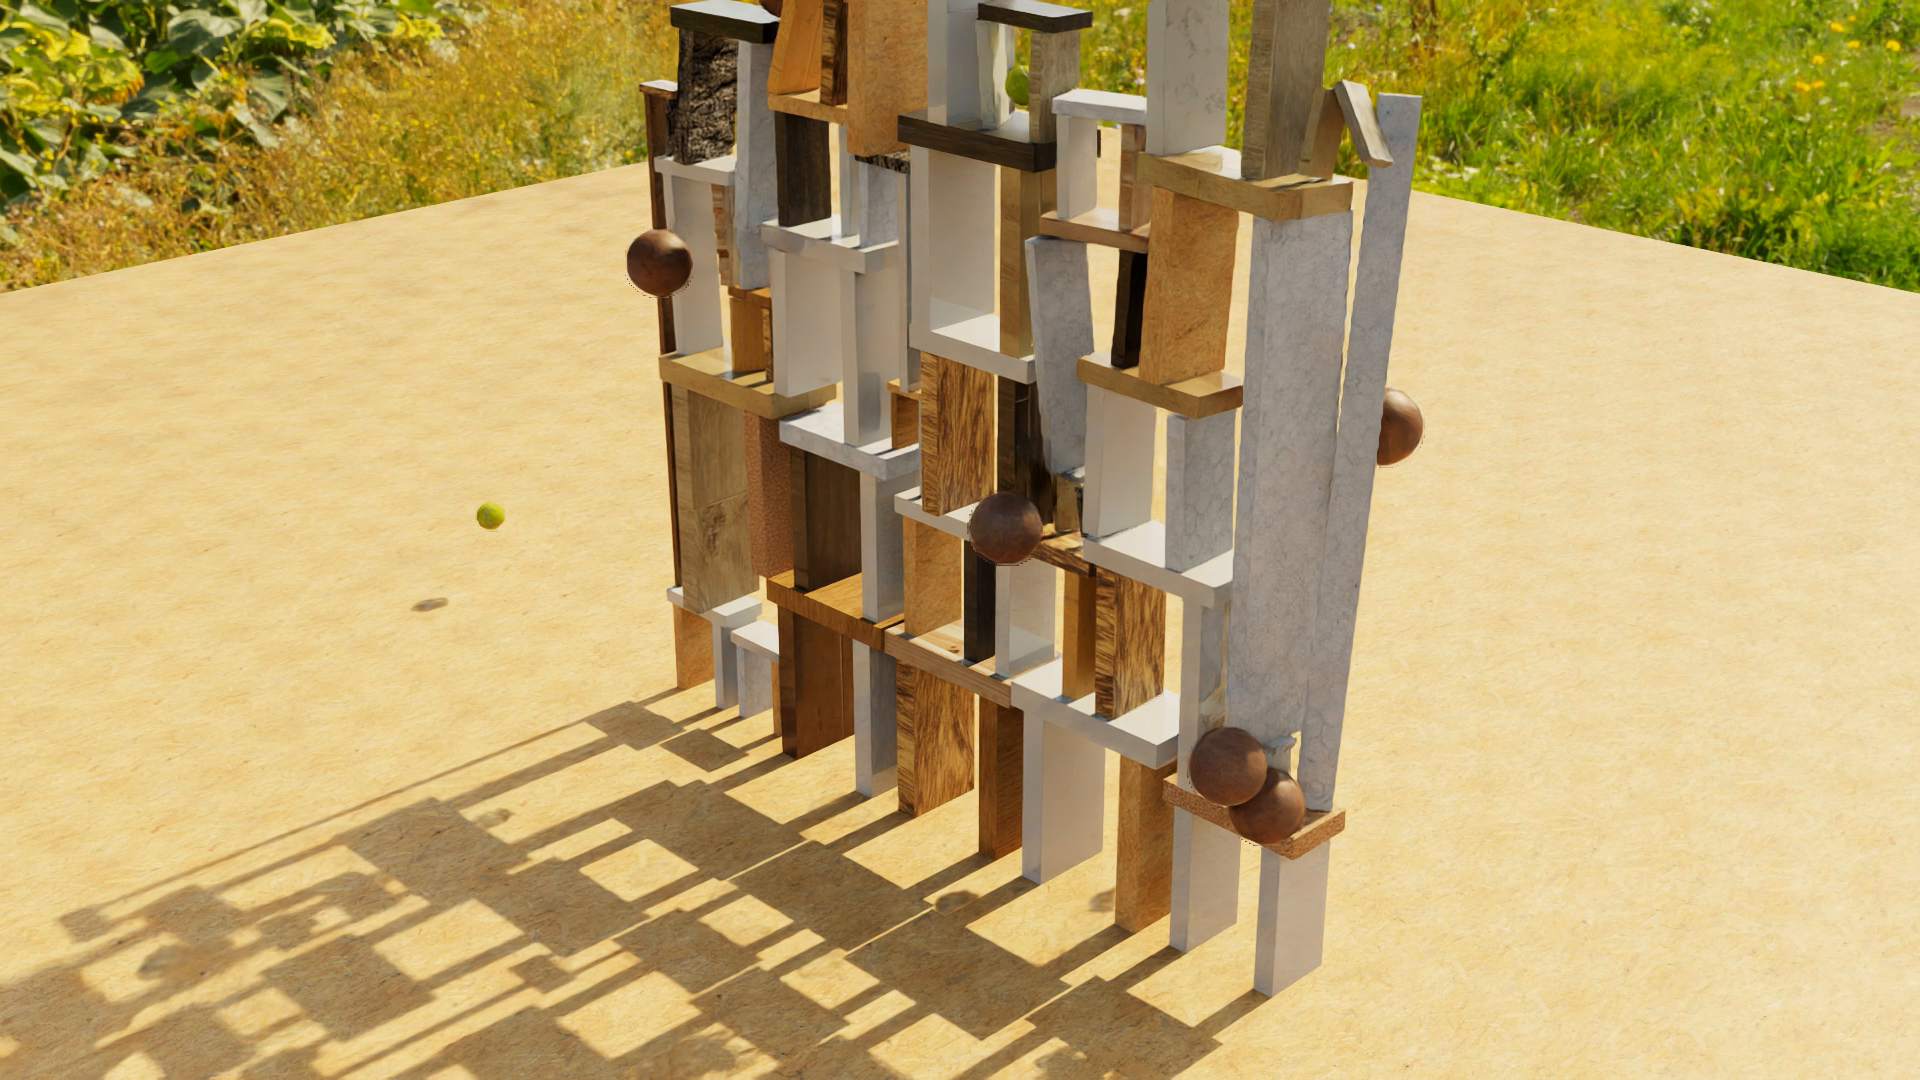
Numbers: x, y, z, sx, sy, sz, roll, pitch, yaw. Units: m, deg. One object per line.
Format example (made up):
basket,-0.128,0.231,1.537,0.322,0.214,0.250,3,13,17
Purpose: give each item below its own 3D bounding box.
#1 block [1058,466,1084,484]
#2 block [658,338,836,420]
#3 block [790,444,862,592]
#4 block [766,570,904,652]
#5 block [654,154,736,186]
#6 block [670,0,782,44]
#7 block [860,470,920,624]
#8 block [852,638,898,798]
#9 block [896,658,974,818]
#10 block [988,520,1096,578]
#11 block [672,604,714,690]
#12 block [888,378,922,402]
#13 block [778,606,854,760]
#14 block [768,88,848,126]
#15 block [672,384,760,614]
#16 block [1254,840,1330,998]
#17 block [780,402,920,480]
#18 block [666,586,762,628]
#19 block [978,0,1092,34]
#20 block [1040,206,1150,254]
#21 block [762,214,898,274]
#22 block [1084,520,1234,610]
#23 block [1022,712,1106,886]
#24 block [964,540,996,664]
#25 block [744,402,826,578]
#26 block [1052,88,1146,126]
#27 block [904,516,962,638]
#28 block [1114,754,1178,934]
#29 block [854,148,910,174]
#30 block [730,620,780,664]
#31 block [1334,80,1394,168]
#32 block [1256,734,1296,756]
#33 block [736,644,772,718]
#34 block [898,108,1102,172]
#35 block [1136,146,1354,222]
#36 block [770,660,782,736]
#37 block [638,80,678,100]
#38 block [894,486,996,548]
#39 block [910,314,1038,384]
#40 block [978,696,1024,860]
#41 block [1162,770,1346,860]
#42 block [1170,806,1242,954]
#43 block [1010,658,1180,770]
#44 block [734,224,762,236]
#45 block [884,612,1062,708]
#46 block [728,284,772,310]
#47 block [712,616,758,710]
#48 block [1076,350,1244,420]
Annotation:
block,0.209,-0.127,3.964,0.052,0.015,0.103,-24,25,-22
block,-0.443,-0.338,4.562,0.357,0.051,0.179,21,31,40
block,-0.270,-0.063,4.495,0.156,0.311,0.044,-21,31,-41
block,-0.218,0.125,4.513,0.347,0.049,0.174,21,31,41
block,-0.511,-0.758,4.470,0.207,0.029,0.103,17,28,35
block,-0.424,-1.009,4.276,0.271,0.038,0.135,21,30,39
block,-0.123,-0.005,4.360,0.156,0.311,0.044,-21,31,-41
block,-0.136,0.340,4.515,0.049,0.347,0.174,21,31,41
block,-0.048,0.373,4.440,0.049,0.344,0.172,21,31,41
block,0.184,0.001,4.026,0.252,0.036,0.126,21,31,41
block,-0.593,0.226,4.963,0.029,0.207,0.104,21,31,41
block,-0.079,-0.287,4.195,0.058,0.016,0.115,-21,31,-40
block,-0.300,0.276,4.665,0.049,0.347,0.174,21,31,41
block,-0.249,-0.823,4.157,0.221,0.031,0.111,21,30,40
block,-0.525,-0.108,4.748,0.051,0.518,0.179,20,30,39
block,0.584,0.645,3.868,0.145,0.291,0.041,-21,31,-41
block,-0.197,-0.198,4.358,0.156,0.044,0.311,-21,31,-41
block,-0.545,0.136,4.873,0.207,0.029,0.103,21,31,40
block,0.126,-0.884,3.703,0.091,0.026,0.183,-19,30,-38
block,0.249,-0.525,3.692,0.207,0.029,0.103,16,29,29
block,-0.229,-0.576,4.239,0.149,0.042,0.299,-21,31,-40
block,0.373,0.036,3.823,0.293,0.042,0.147,22,32,40
block,0.200,0.465,4.209,0.050,0.356,0.178,21,31,41
block,0.064,0.100,4.202,0.124,0.248,0.035,-21,31,-40
block,-0.356,-0.116,4.563,0.179,0.357,0.051,-21,30,-41
block,0.248,-0.712,3.616,0.174,0.025,0.087,13,28,28
block,-0.053,0.054,4.310,0.124,0.248,0.035,-21,31,-41
block,0.368,0.530,4.054,0.050,0.356,0.178,21,31,41
block,-0.112,-0.703,4.048,0.079,0.022,0.158,-20,30,-40
block,-0.406,0.222,4.758,0.175,0.025,0.087,21,31,41
block,0.618,-0.637,3.367,0.019,0.134,0.067,-28,-17,38
block,0.523,0.339,3.811,0.054,0.015,0.109,-18,29,-36
block,-0.447,0.298,4.835,0.025,0.175,0.087,21,31,41
block,0.066,-0.709,3.854,0.168,0.048,0.336,-21,31,-40
block,0.450,-0.573,3.508,0.162,0.046,0.325,-14,27,-36
block,-0.365,0.330,4.759,0.025,0.175,0.087,21,31,41
block,-0.597,-0.920,4.489,0.059,0.017,0.119,-19,28,-37
block,0.005,-0.053,4.200,0.124,0.035,0.248,-21,31,-40
block,0.066,-0.355,3.994,0.150,0.043,0.301,-21,31,-40
block,0.114,0.437,4.291,0.049,0.344,0.172,21,31,41
block,0.516,0.465,3.867,0.145,0.041,0.291,-21,31,-40
block,0.448,0.591,3.995,0.145,0.291,0.041,-21,31,-40
block,0.284,0.310,4.052,0.178,0.050,0.356,-21,31,-41
block,-0.391,-0.627,4.389,0.062,0.017,0.123,-19,29,-39
block,0.033,0.224,4.289,0.172,0.049,0.344,-21,31,-41
block,-0.393,-0.499,4.456,0.076,0.022,0.153,-20,30,-40
block,-0.496,0.264,4.874,0.029,0.207,0.103,21,31,41
block,0.345,-0.270,3.732,0.136,0.039,0.273,-17,29,-41
